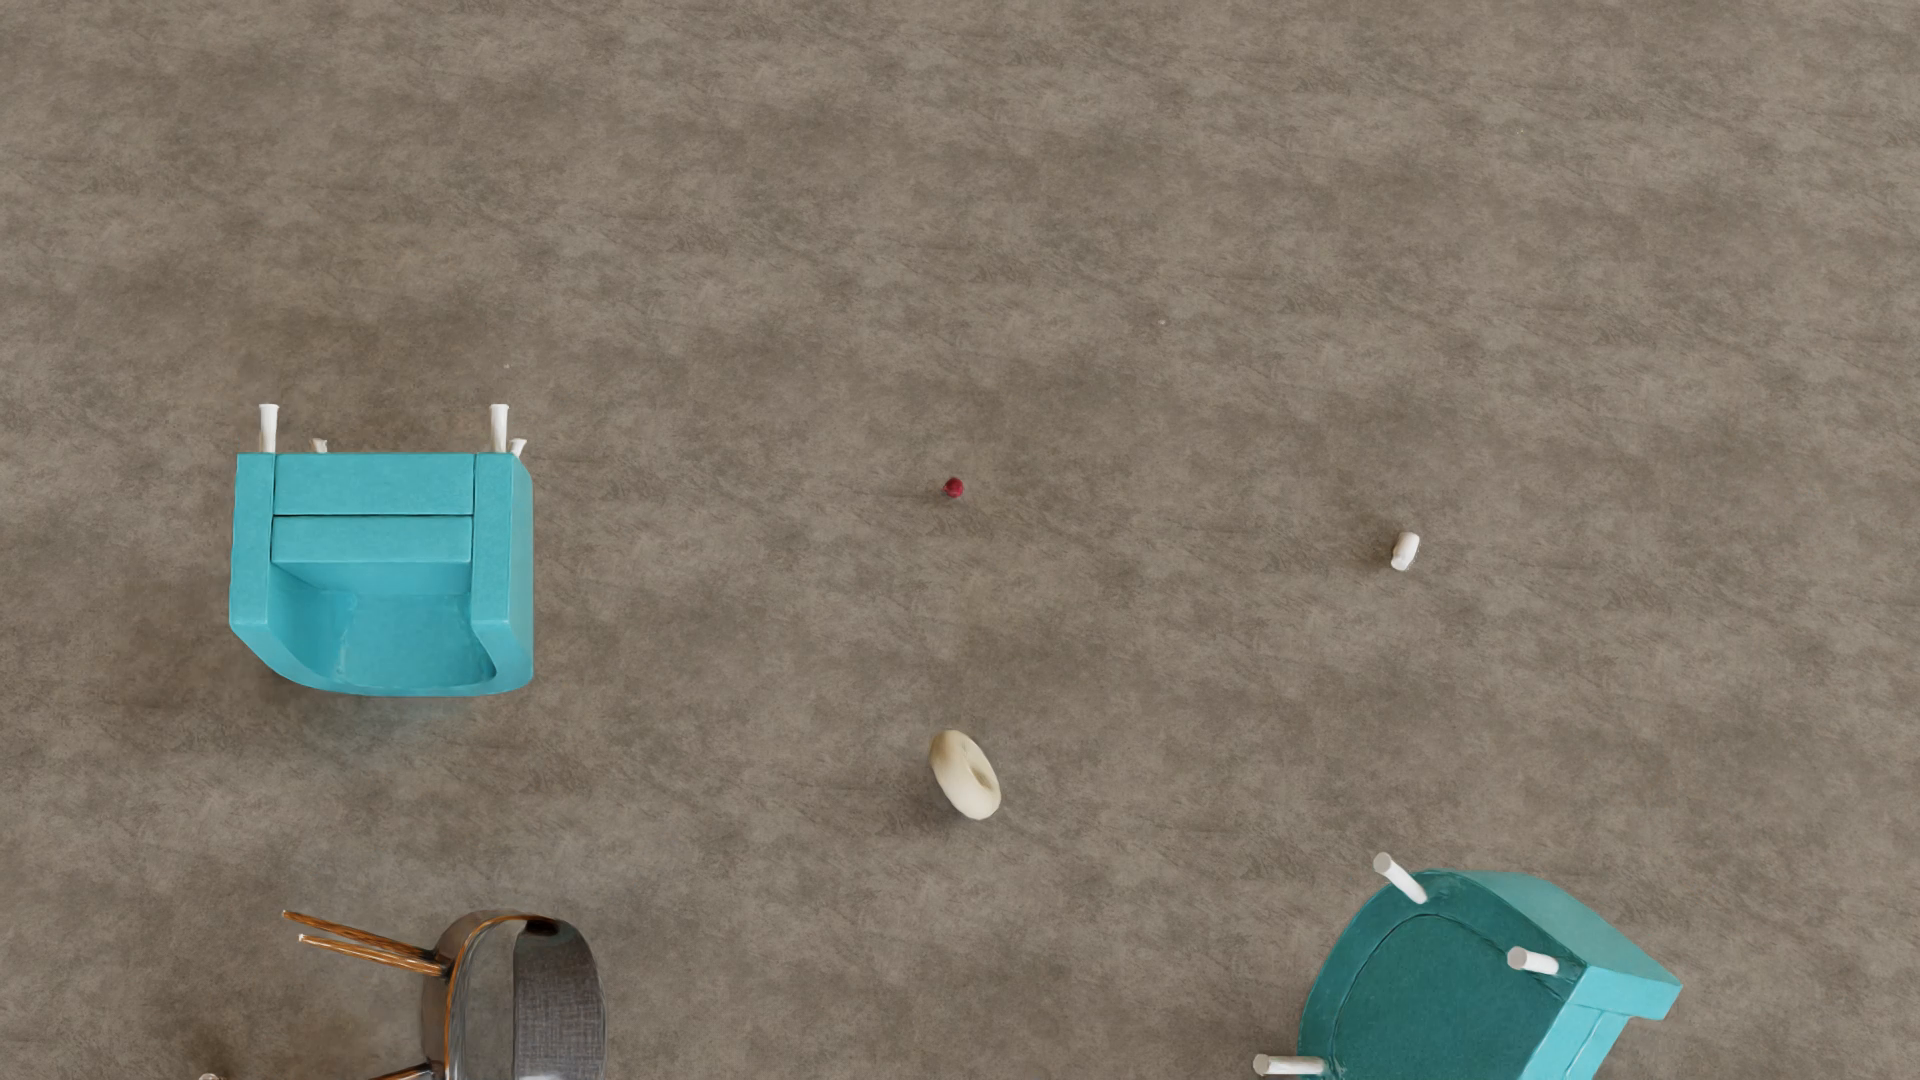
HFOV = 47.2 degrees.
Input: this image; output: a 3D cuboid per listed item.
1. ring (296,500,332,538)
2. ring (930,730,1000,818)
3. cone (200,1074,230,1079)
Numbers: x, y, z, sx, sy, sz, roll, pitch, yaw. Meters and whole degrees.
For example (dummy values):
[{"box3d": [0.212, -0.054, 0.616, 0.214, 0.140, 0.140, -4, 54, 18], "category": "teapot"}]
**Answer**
[{"box3d": [-1.928, -0.064, 6.564, 0.074, 0.083, 0.121, 16, 70, 24], "category": "ring"}, {"box3d": [0.015, 0.640, 5.999, 0.092, 0.272, 0.264, -32, 82, 15], "category": "ring"}, {"box3d": [-1.869, 1.399, 5.605, 0.111, 0.127, 0.085, -2, 12, 28], "category": "cone"}]
